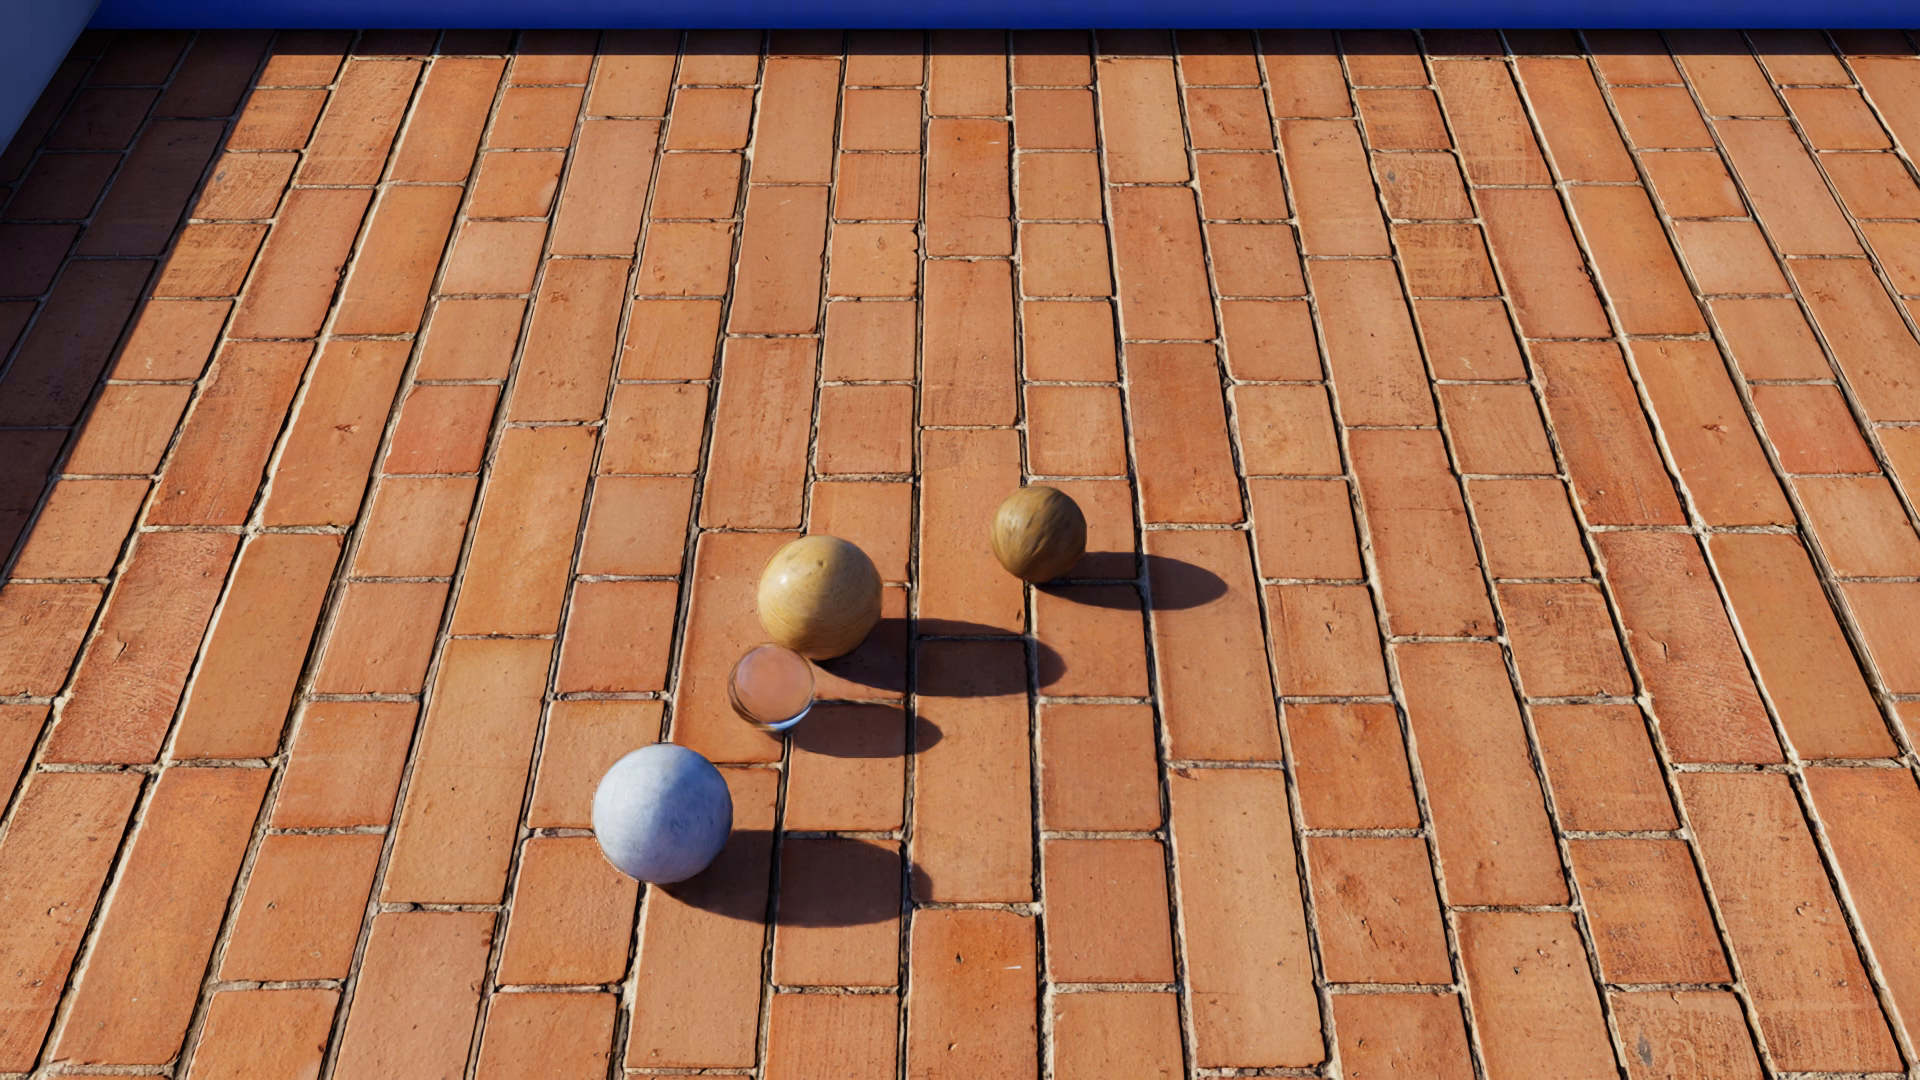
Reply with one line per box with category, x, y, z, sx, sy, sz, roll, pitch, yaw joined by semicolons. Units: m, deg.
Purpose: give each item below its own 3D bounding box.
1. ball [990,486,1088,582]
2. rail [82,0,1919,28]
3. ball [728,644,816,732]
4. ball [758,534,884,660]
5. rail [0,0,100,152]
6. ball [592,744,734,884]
ball;0.053;-0.004;1.712;0.065;0.065;0.065;0;36;0
rail;0.836;-0.516;2.384;3.345;0.105;0.045;0;36;0
ball;-0.117;0.091;1.588;0.054;0.054;0.054;0;36;0
ball;-0.089;0.037;1.642;0.081;0.081;0.081;0;36;0
rail;-0.813;-0.016;1.693;0.045;0.105;1.753;0;36;0
ball;-0.171;0.157;1.475;0.080;0.080;0.080;0;36;0
